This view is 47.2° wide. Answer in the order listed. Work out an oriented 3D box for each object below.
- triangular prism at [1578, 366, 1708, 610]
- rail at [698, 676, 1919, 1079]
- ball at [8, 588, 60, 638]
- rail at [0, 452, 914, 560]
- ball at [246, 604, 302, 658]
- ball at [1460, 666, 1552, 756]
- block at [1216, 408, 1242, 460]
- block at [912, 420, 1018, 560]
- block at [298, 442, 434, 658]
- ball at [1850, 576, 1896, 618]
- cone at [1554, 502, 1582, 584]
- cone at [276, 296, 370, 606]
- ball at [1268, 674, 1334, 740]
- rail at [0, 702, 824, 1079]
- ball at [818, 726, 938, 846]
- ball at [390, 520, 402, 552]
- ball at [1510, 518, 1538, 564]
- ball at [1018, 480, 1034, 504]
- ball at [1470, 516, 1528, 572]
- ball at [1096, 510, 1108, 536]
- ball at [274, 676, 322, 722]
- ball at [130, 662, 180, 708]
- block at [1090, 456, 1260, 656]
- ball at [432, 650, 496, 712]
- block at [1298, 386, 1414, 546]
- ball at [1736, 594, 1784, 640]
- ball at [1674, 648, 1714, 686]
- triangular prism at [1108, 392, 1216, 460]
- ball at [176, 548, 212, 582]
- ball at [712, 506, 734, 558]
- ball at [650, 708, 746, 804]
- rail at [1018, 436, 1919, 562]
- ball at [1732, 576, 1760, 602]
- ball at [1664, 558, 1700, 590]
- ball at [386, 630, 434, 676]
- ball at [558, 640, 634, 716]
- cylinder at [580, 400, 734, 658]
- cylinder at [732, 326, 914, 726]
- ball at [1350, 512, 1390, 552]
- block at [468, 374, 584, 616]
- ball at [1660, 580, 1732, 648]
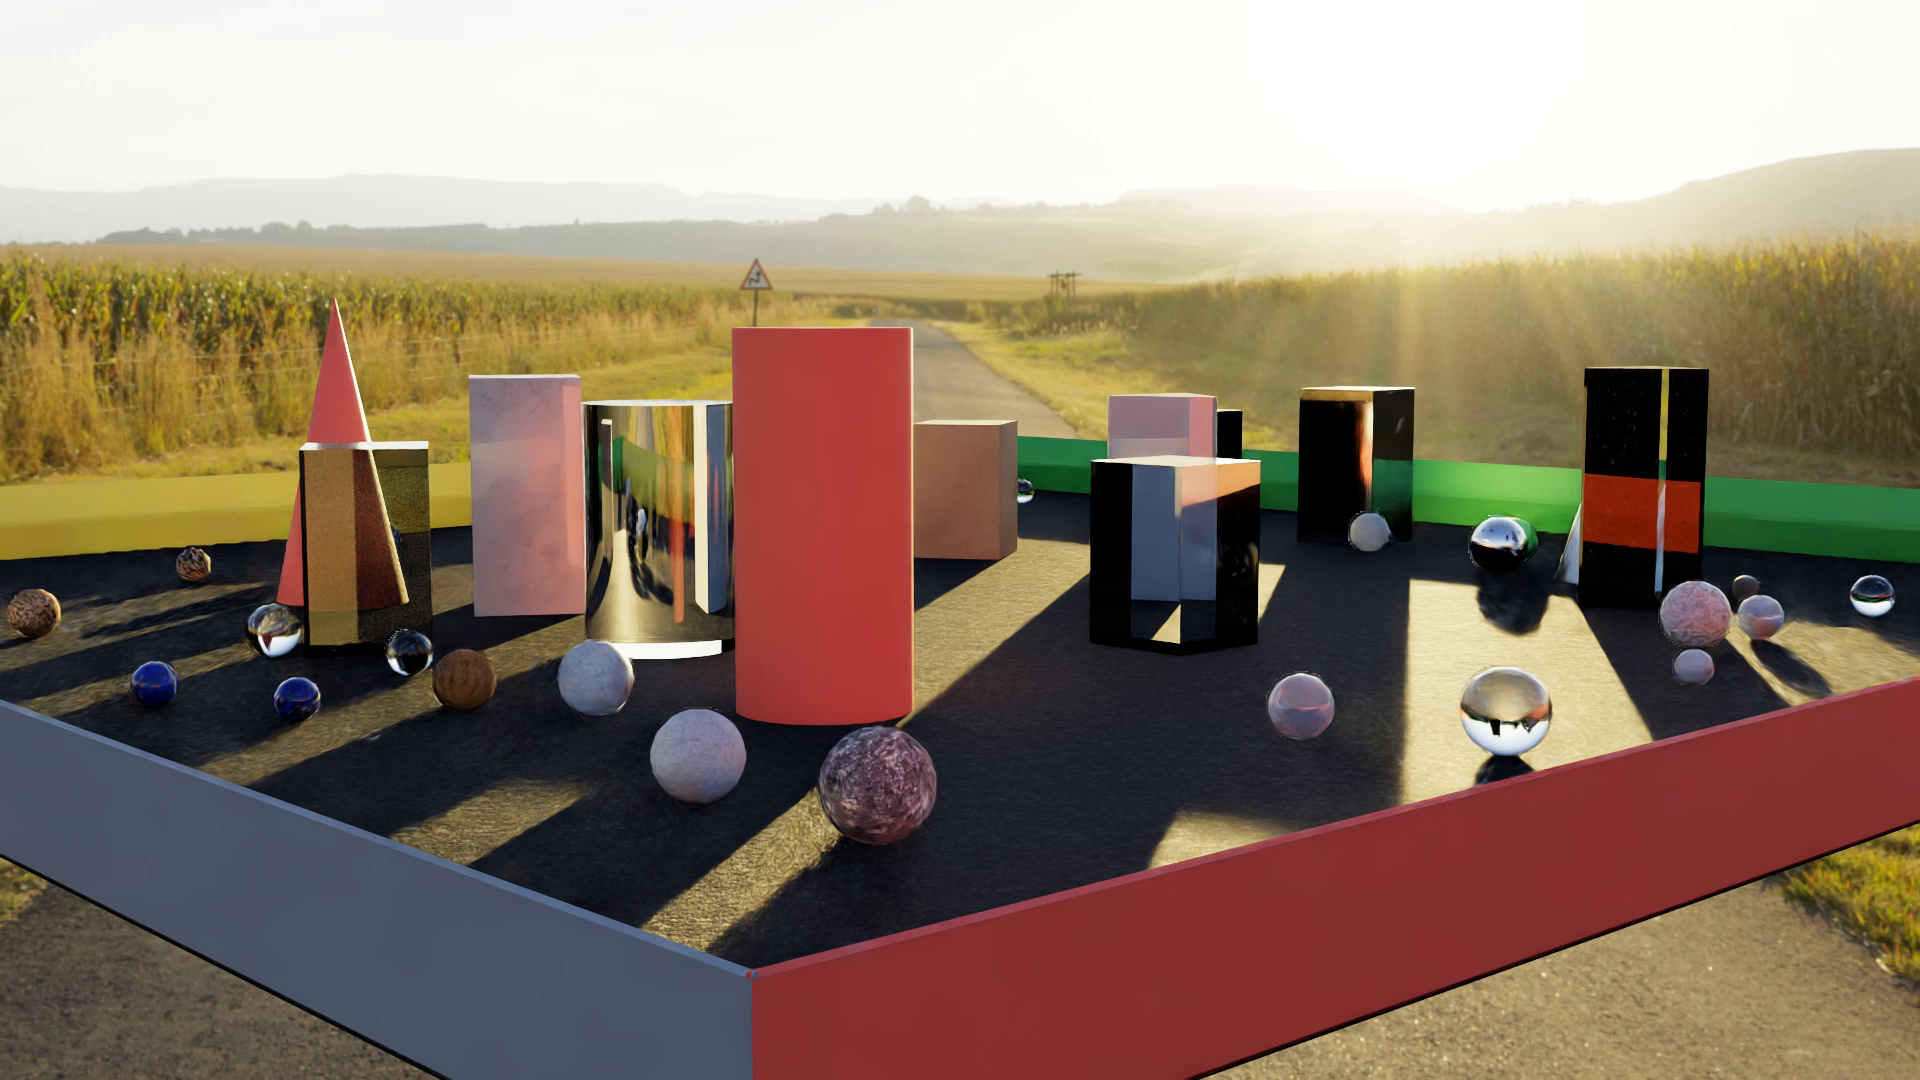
[{"bbox_3d":[1.043,-0.083,3.350,0.173,0.360,0.150,2,6,20],"label":"triangular prism"},{"bbox_3d":[1.080,0.155,2.167,3.254,0.130,0.045,-5,8,-42],"label":"rail"},{"bbox_3d":[-1.268,0.100,3.013,0.067,0.067,0.067,0,6,0],"label":"ball"},{"bbox_3d":[-1.080,-0.087,4.496,3.254,0.130,0.045,-5,8,-42],"label":"rail"},{"bbox_3d":[-0.883,0.117,2.827,0.068,0.068,0.068,0,6,0],"label":"ball"},{"bbox_3d":[0.547,0.172,2.203,0.091,0.091,0.091,0,6,0],"label":"ball"},{"bbox_3d":[0.415,-0.114,4.131,0.160,0.260,0.160,-4,7,-37],"label":"block"},{"bbox_3d":[0.011,-0.095,4.034,0.160,0.243,0.160,1,6,13],"label":"block"},{"bbox_3d":[-0.785,0.009,2.917,0.160,0.268,0.160,-1,6,-13],"label":"block"},{"bbox_3d":[1.332,0.082,3.209,0.061,0.061,0.061,0,6,0],"label":"ball"},{"bbox_3d":[1.091,-0.096,3.637,0.200,0.327,0.200,0,6,0],"label":"cone"},{"bbox_3d":[-0.960,-0.144,3.400,0.200,0.470,0.200,0,6,0],"label":"cone"},{"bbox_3d":[0.355,0.174,2.291,0.069,0.069,0.069,0,6,0],"label":"ball"},{"bbox_3d":[-1.178,0.146,2.250,0.045,0.130,3.234,-5,8,-42],"label":"rail"},{"bbox_3d":[-0.069,0.205,1.838,0.099,0.099,0.099,0,6,0],"label":"ball"},{"bbox_3d":[-1.028,0.000,3.883,0.085,0.085,0.085,0,6,0],"label":"ball"},{"bbox_3d":[0.970,0.003,3.856,0.084,0.084,0.084,0,6,0],"label":"ball"},{"bbox_3d":[0.144,-0.113,5.107,0.056,0.056,0.056,0,6,0],"label":"ball"},{"bbox_3d":[0.919,0.008,3.749,0.096,0.096,0.096,0,6,0],"label":"ball"},{"bbox_3d":[0.298,-0.034,4.383,0.049,0.049,0.049,0,6,0],"label":"ball"},{"bbox_3d":[-0.720,0.173,2.390,0.049,0.049,0.049,0,6,0],"label":"ball"},{"bbox_3d":[-0.907,0.163,2.477,0.052,0.052,0.052,0,6,0],"label":"ball"},{"bbox_3d":[0.288,0.016,2.947,0.160,0.246,0.160,-6,8,-43],"label":"block"},{"bbox_3d":[-0.552,0.157,2.450,0.070,0.070,0.070,0,6,0],"label":"ball"},{"bbox_3d":[0.767,-0.145,4.258,0.160,0.296,0.160,5,8,40],"label":"block"},{"bbox_3d":[1.088,0.105,2.988,0.061,0.061,0.061,0,6,0],"label":"ball"},{"bbox_3d":[0.874,0.152,2.617,0.045,0.045,0.045,0,6,0],"label":"ball"},{"bbox_3d":[0.340,-0.077,3.523,0.173,0.312,0.150,2,6,19],"label":"triangular prism"},{"bbox_3d":[-1.265,0.041,3.627,0.055,0.055,0.055,0,6,0],"label":"ball"},{"bbox_3d":[-0.403,-0.016,3.985,0.095,0.095,0.095,0,6,0],"label":"ball"},{"bbox_3d":[-0.237,0.196,1.992,0.086,0.086,0.086,0,6,0],"label":"ball"},{"bbox_3d":[1.178,-0.079,4.413,0.045,0.130,3.234,-5,8,-42],"label":"rail"},{"bbox_3d":[1.206,0.075,3.377,0.040,0.040,0.040,0,6,0],"label":"ball"},{"bbox_3d":[1.141,0.057,3.474,0.056,0.056,0.056,0,6,0],"label":"ball"},{"bbox_3d":[-0.673,0.139,2.693,0.055,0.055,0.055,0,6,0],"label":"ball"},{"bbox_3d":[-0.402,0.152,2.426,0.083,0.083,0.083,0,6,0],"label":"ball"},{"bbox_3d":[-0.397,-0.019,2.909,0.200,0.325,0.200,0,6,0],"label":"cylinder"},{"bbox_3d":[-0.152,-0.022,2.448,0.200,0.426,0.200,0,6,0],"label":"cylinder"},{"bbox_3d":[0.761,-0.015,4.084,0.072,0.072,0.072,0,6,0],"label":"ball"},{"bbox_3d":[-0.650,-0.071,3.292,0.160,0.348,0.160,-1,6,-12],"label":"block"},{"bbox_3d":[0.975,0.099,2.912,0.089,0.089,0.089,0,6,0],"label":"ball"}]
